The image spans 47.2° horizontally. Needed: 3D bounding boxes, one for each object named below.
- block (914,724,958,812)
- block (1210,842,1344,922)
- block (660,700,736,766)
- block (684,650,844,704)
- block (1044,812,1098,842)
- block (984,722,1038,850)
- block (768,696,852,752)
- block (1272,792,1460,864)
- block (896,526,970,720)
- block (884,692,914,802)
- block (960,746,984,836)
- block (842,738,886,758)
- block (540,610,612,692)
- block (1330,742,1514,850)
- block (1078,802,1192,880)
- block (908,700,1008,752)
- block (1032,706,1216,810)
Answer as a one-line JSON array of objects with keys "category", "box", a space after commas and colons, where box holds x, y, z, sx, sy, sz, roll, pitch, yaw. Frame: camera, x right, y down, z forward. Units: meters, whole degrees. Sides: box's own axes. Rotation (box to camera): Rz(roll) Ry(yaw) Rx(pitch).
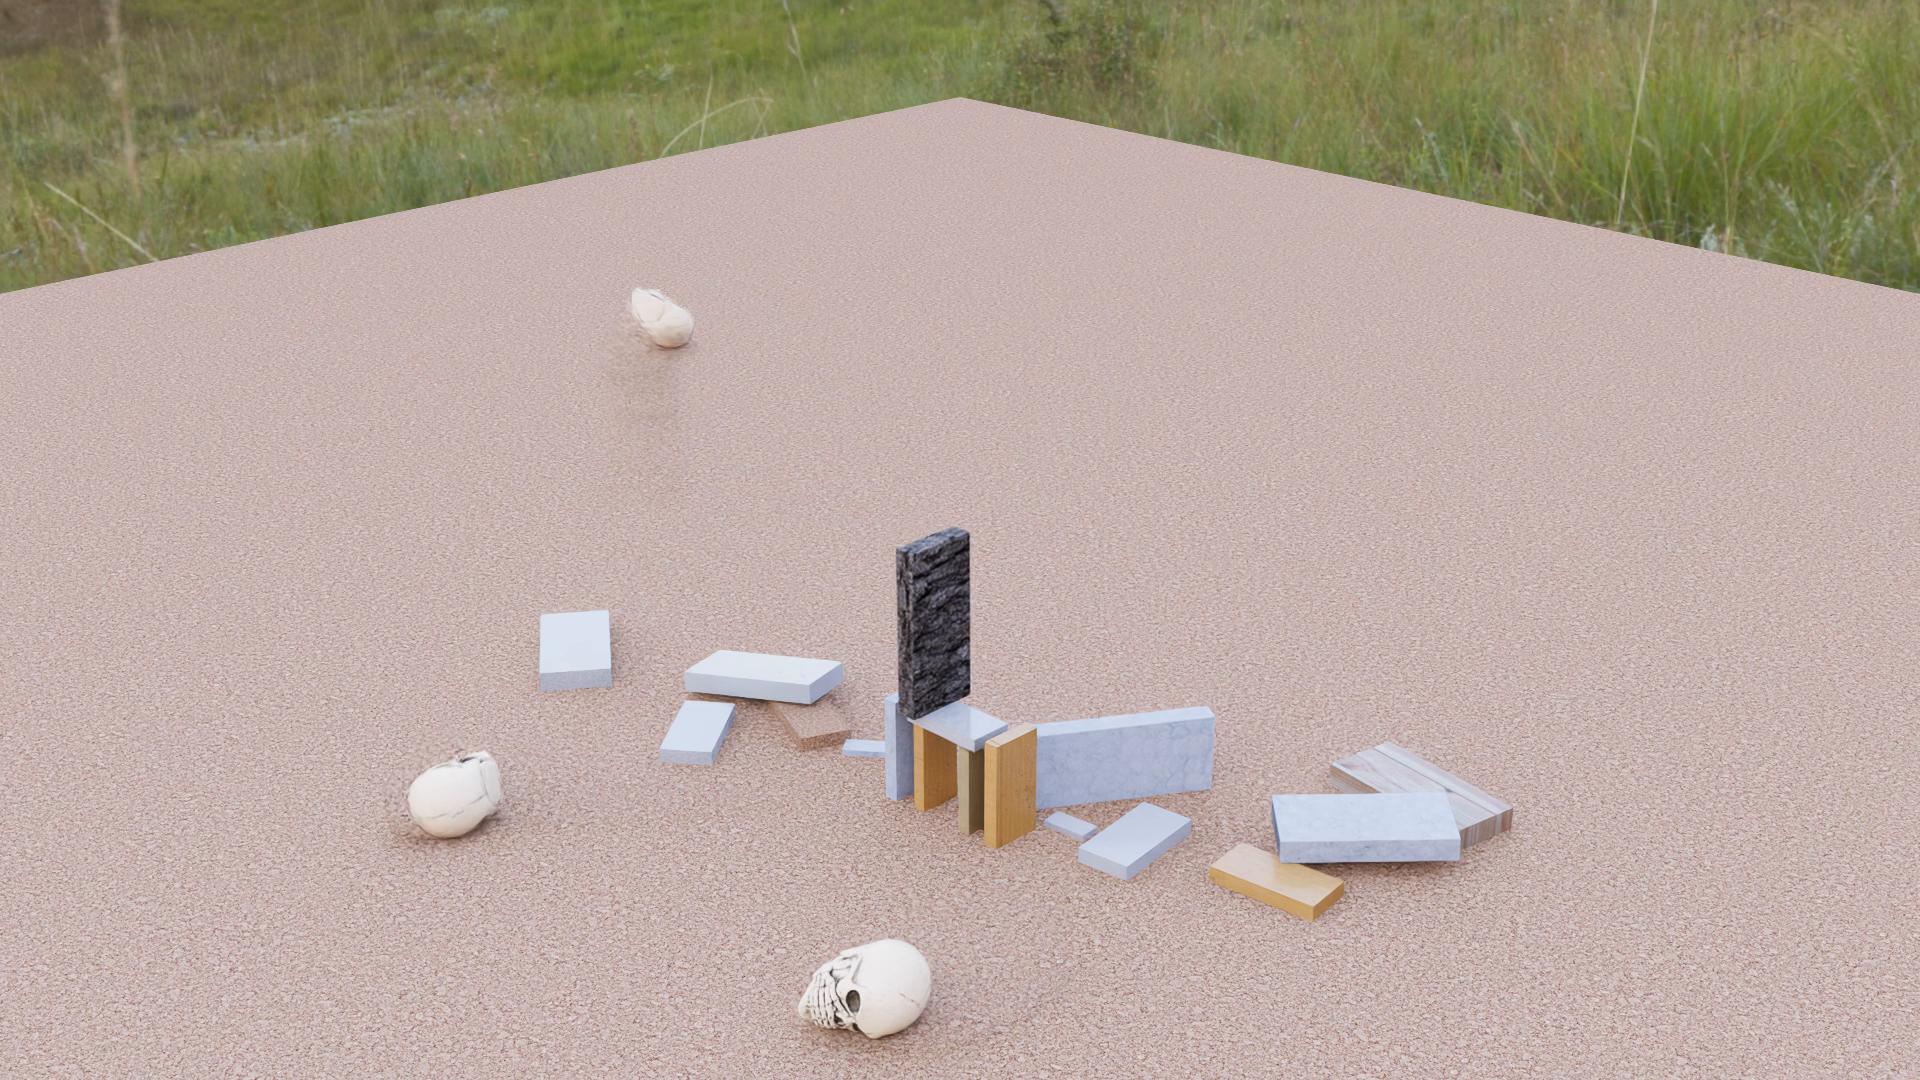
[{"category": "block", "box": [-0.049, 0.447, 4.462, 0.095, 0.191, 0.027, -21, 31, -41]}, {"category": "block", "box": [0.602, 0.649, 4.189, 0.228, 0.032, 0.114, 17, 29, 35]}, {"category": "block", "box": [-0.564, 0.415, 4.742, 0.113, 0.032, 0.225, 3, 23, 7]}, {"category": "block", "box": [-0.439, 0.305, 4.924, 0.318, 0.045, 0.159, 4, 17, 24]}, {"category": "block", "box": [0.221, 0.572, 4.394, 0.097, 0.014, 0.049, 18, 28, 36]}, {"category": "block", "box": [0.100, 0.484, 4.328, 0.032, 0.228, 0.114, 21, 31, 41]}, {"category": "block", "box": [-0.329, 0.389, 4.803, 0.113, 0.032, 0.225, -9, 25, -21]}, {"category": "block", "box": [0.786, 0.559, 4.277, 0.341, 0.048, 0.171, -1, 25, 3]}, {"category": "block", "box": [-0.051, 0.165, 4.357, 0.045, 0.357, 0.159, 21, 30, 40]}, {"category": "block", "box": [-0.102, 0.412, 4.503, 0.032, 0.225, 0.113, 21, 31, 40]}, {"category": "block", "box": [0.041, 0.483, 4.379, 0.027, 0.191, 0.095, 21, 31, 41]}, {"category": "block", "box": [-0.184, 0.446, 4.692, 0.127, 0.014, 0.049, 3, 23, 7]}, {"category": "block", "box": [-0.892, 0.254, 5.104, 0.159, 0.045, 0.318, -4, 23, -9]}, {"category": "block", "box": [0.934, 0.520, 4.473, 0.171, 0.048, 0.341, -15, 27, -32]}, {"category": "block", "box": [0.345, 0.591, 4.327, 0.114, 0.032, 0.228, 17, 28, 35]}, {"category": "block", "box": [-0.005, 0.363, 4.381, 0.095, 0.027, 0.191, -21, 30, -40]}, {"category": "block", "box": [0.327, 0.445, 4.492, 0.383, 0.171, 0.048, -5, 25, -12]}]
